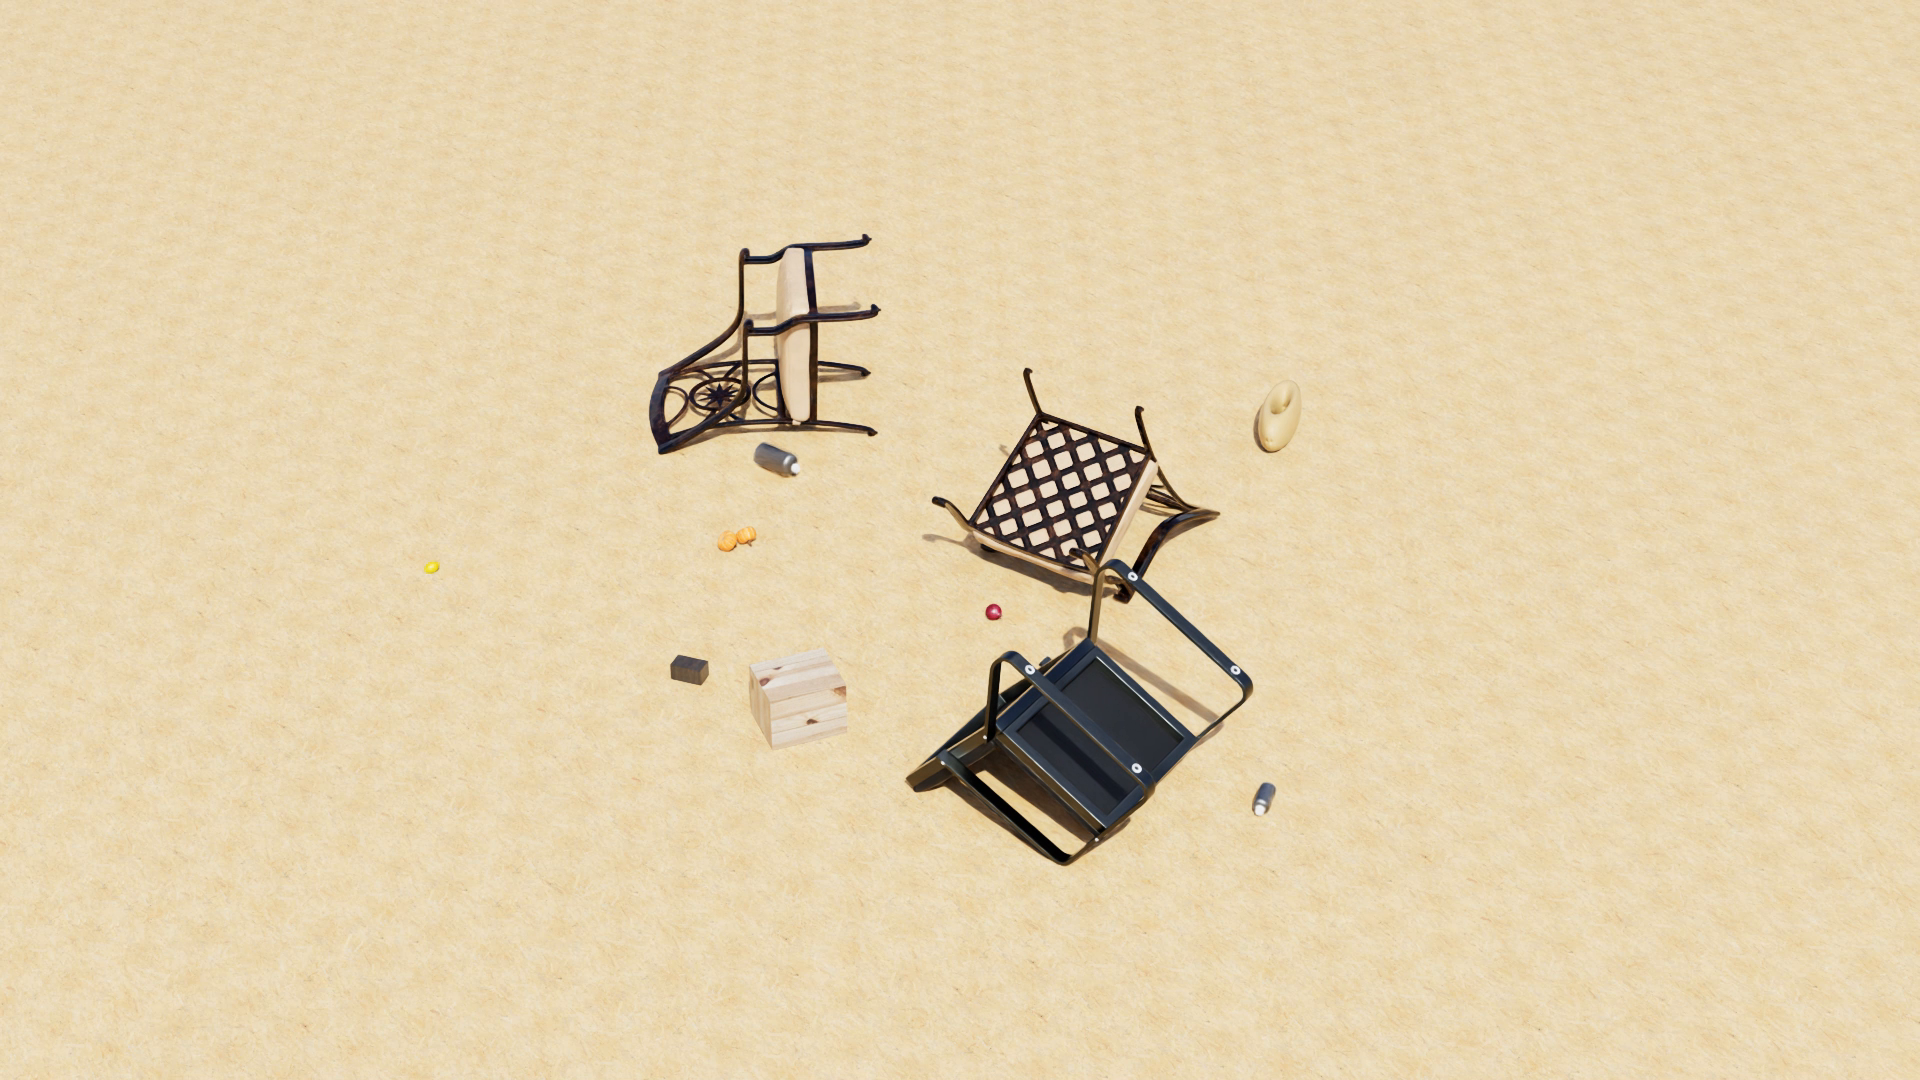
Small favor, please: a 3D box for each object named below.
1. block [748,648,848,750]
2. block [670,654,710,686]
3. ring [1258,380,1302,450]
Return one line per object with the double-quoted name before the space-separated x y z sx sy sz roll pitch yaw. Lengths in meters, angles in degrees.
"block" -0.548 0.539 9.940 0.269 0.206 0.227 -12 35 -18
"block" -0.941 0.452 10.202 0.116 0.061 0.067 11 35 17
"ring" 1.263 -0.492 11.560 0.150 0.147 0.435 7 33 16
